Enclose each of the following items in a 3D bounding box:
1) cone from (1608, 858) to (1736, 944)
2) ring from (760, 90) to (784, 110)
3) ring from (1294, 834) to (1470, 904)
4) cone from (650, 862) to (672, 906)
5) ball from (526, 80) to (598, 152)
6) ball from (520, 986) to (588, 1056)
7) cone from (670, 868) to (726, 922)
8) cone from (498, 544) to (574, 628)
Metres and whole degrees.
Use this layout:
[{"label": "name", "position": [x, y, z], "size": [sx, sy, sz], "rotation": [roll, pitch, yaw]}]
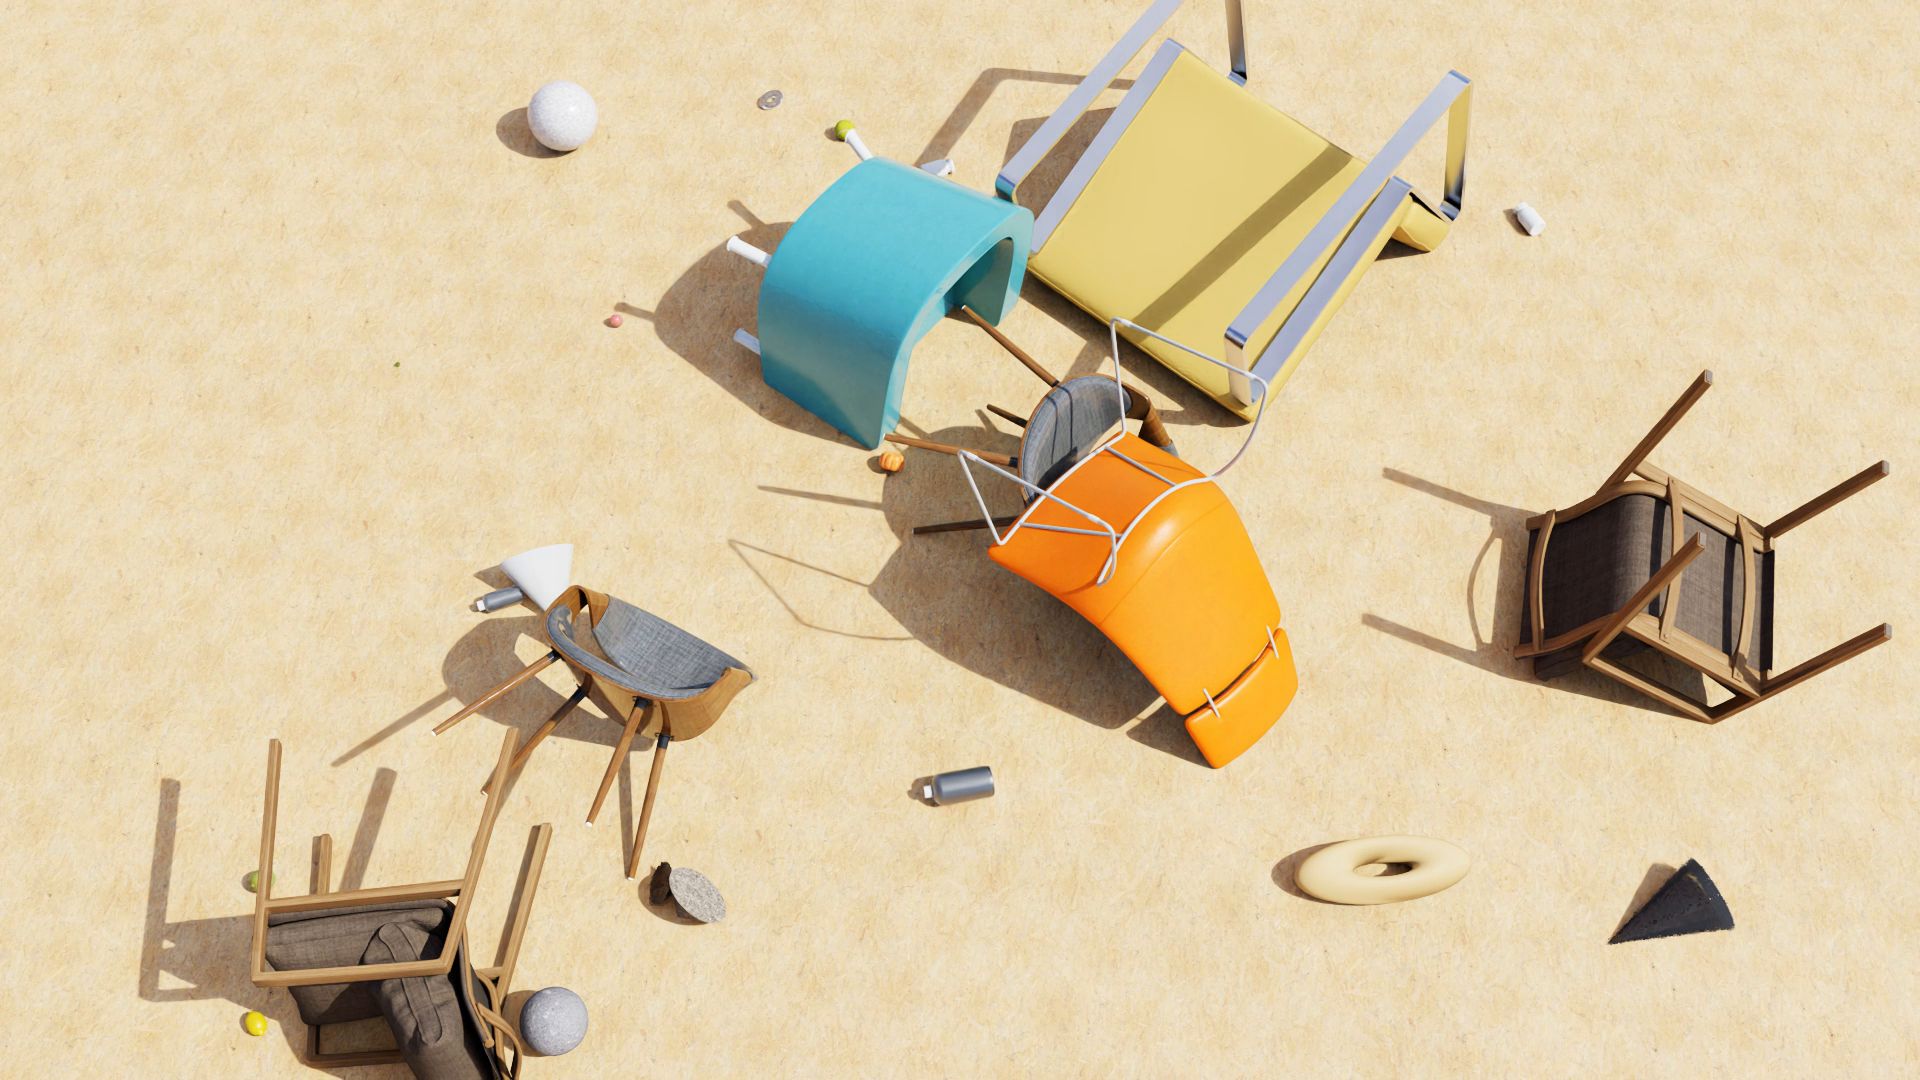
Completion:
[{"label": "cone", "position": [1.863, 1.010, 5.858], "size": [0.317, 0.129, 0.217], "rotation": [-25, 61, -3]}, {"label": "ring", "position": [-0.650, -1.518, 7.578], "size": [0.071, 0.024, 0.096], "rotation": [32, 61, 21]}, {"label": "ring", "position": [1.137, 0.886, 5.915], "size": [0.483, 0.108, 0.184], "rotation": [-5, 54, -2]}, {"label": "cone", "position": [-0.778, 0.932, 5.923], "size": [0.067, 0.107, 0.119], "rotation": [21, 71, -34]}, {"label": "ball", "position": [-1.336, -1.426, 7.390], "size": [0.234, 0.234, 0.234], "rotation": [0, 56, 0]}, {"label": "ball", "position": [-1.041, 1.234, 5.640], "size": [0.175, 0.175, 0.175], "rotation": [0, 56, 0]}, {"label": "cone", "position": [-0.727, 0.979, 5.878], "size": [0.094, 0.181, 0.188], "rotation": [-48, 62, 22]}, {"label": "cone", "position": [-1.199, 0.154, 6.421], "size": [0.238, 0.158, 0.234], "rotation": [-14, 76, -36]}]
